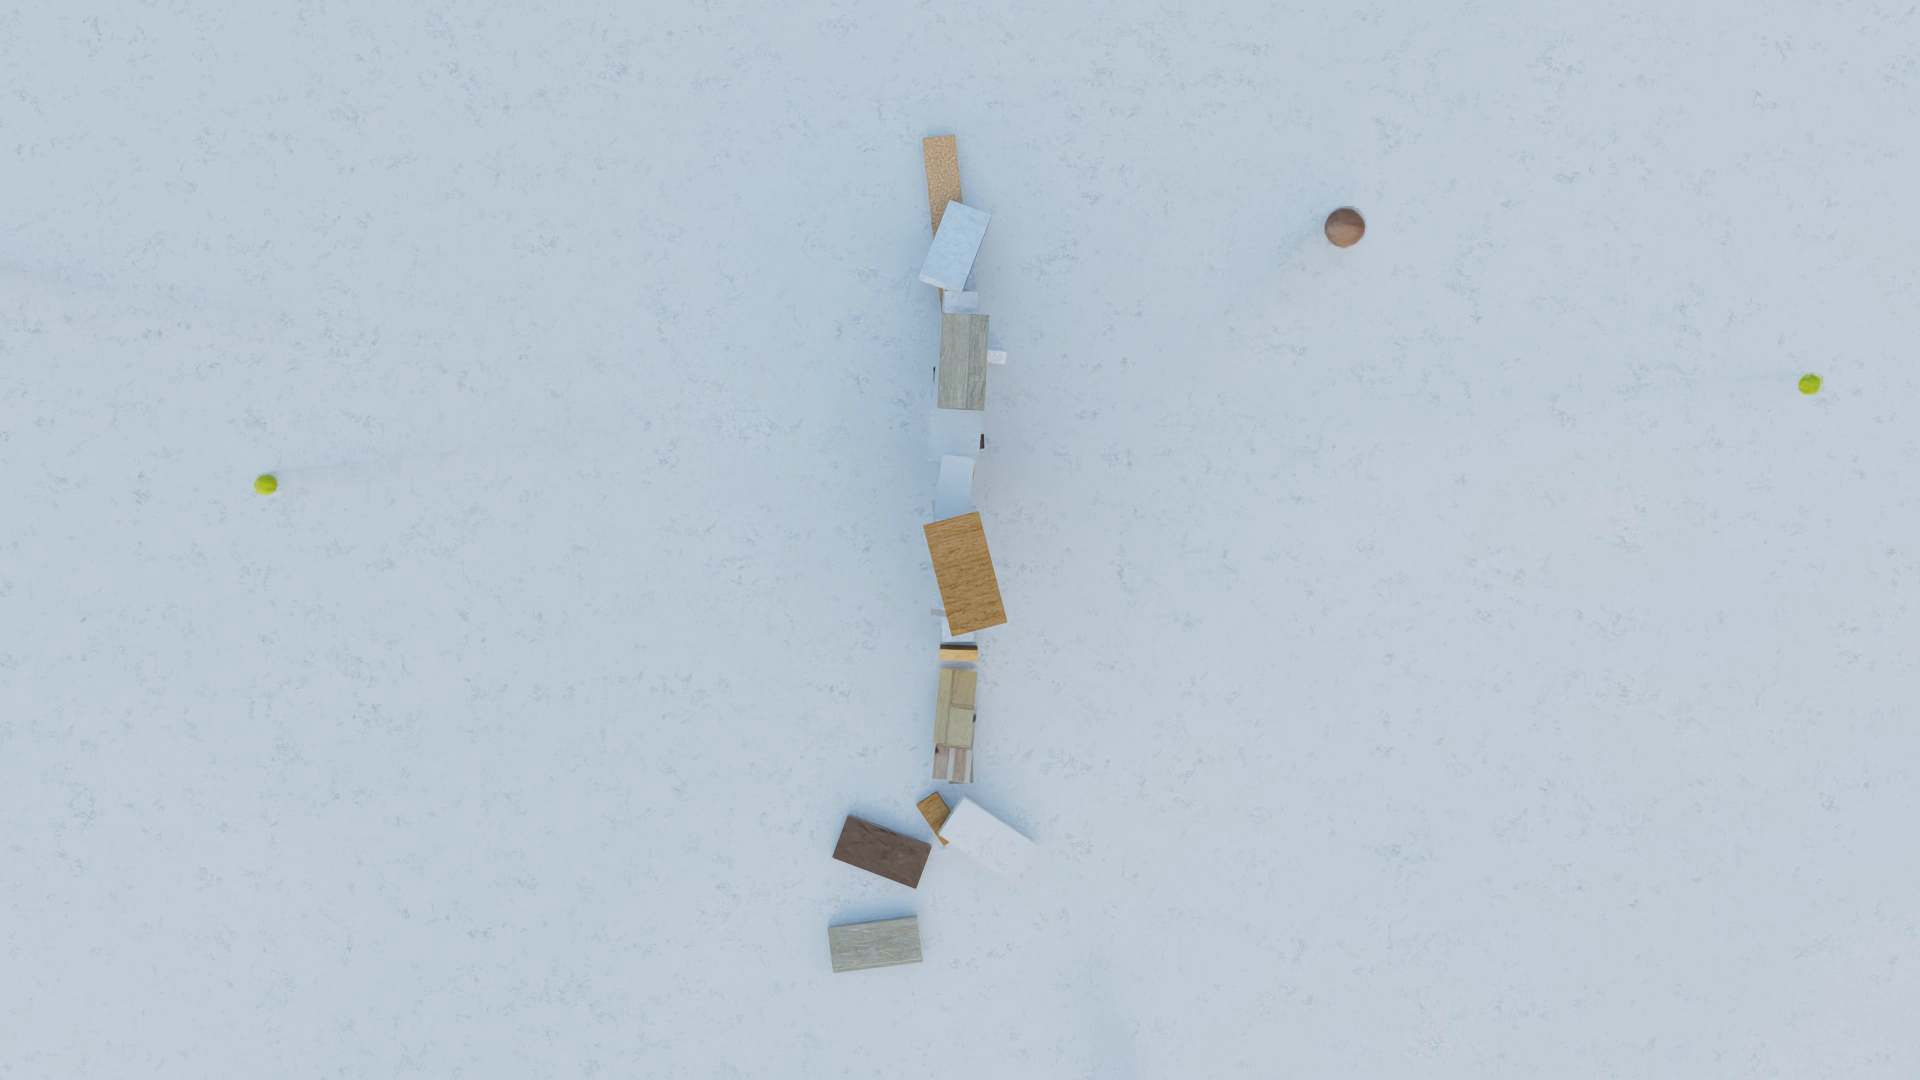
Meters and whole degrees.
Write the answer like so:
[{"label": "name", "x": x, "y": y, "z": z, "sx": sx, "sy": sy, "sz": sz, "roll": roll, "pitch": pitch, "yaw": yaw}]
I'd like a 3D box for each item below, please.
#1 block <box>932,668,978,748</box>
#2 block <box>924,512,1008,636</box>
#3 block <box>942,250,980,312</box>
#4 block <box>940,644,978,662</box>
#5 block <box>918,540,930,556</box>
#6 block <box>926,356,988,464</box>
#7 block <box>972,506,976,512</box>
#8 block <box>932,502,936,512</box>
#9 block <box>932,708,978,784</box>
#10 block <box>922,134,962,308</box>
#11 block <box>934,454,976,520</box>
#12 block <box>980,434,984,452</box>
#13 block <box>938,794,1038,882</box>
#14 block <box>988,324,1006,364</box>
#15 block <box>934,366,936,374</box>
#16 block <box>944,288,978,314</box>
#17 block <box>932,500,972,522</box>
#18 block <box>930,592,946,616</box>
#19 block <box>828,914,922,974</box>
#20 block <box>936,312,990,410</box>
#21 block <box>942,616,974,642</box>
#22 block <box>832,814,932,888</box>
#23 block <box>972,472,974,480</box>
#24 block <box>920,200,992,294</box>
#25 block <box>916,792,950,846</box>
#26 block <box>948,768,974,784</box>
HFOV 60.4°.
[{"label": "block", "x": -0.016, "y": 0.553, "z": 5.445, "sx": 0.123, "sy": 0.035, "sz": 0.247, "roll": 6, "pitch": 77, "yaw": 2}, {"label": "block", "x": 0.015, "y": 0.099, "z": 4.858, "sx": 0.169, "sy": 0.048, "sz": 0.338, "roll": -15, "pitch": 89, "yaw": 0}, {"label": "block", "x": 0.002, "y": -0.861, "z": 5.454, "sx": 0.109, "sy": 0.031, "sz": 0.219, "roll": 4, "pitch": 90, "yaw": 0}, {"label": "block", "x": -0.004, "y": 0.368, "z": 5.377, "sx": 0.123, "sy": 0.247, "sz": 0.035, "roll": 2, "pitch": 90, "yaw": 0}, {"label": "block", "x": -0.036, "y": 0.007, "z": 5.052, "sx": 0.169, "sy": 0.338, "sz": 0.048, "roll": -13, "pitch": 90, "yaw": 0}, {"label": "block", "x": -0.008, "y": -0.404, "z": 5.155, "sx": 0.161, "sy": 0.046, "sz": 0.322, "roll": 6, "pitch": 90, "yaw": 0}, {"label": "block", "x": -0.009, "y": -0.090, "z": 5.378, "sx": 0.122, "sy": 0.244, "sz": 0.035, "roll": -4, "pitch": 90, "yaw": 0}, {"label": "block", "x": -0.034, "y": -0.087, "z": 5.122, "sx": 0.099, "sy": 0.198, "sz": 0.028, "roll": 18, "pitch": 90, "yaw": 0}, {"label": "block", "x": -0.017, "y": 0.672, "z": 5.453, "sx": 0.123, "sy": 0.035, "sz": 0.247, "roll": 6, "pitch": 77, "yaw": 2}, {"label": "block", "x": -0.039, "y": -1.048, "z": 5.485, "sx": 0.109, "sy": 0.031, "sz": 0.587, "roll": -6, "pitch": 90, "yaw": 0}, {"label": "block", "x": -0.018, "y": -0.155, "z": 5.009, "sx": 0.099, "sy": 0.028, "sz": 0.198, "roll": 9, "pitch": 90, "yaw": 0}, {"label": "block", "x": -0.004, "y": -0.308, "z": 5.339, "sx": 0.161, "sy": 0.322, "sz": 0.046, "roll": -3, "pitch": 91, "yaw": 0}, {"label": "block", "x": 0.093, "y": 0.990, "z": 5.464, "sx": 0.298, "sy": 0.042, "sz": 0.149, "roll": 34, "pitch": 90, "yaw": -6}, {"label": "block", "x": 0.049, "y": -0.637, "z": 5.290, "sx": 0.147, "sy": 0.293, "sz": 0.042, "roll": 6, "pitch": 113, "yaw": -13}, {"label": "block", "x": -0.003, "y": -0.522, "z": 5.339, "sx": 0.161, "sy": 0.322, "sz": 0.046, "roll": 0, "pitch": 90, "yaw": 0}, {"label": "block", "x": 0.004, "y": -0.719, "z": 5.437, "sx": 0.109, "sy": 0.031, "sz": 0.219, "roll": 2, "pitch": 116, "yaw": 1}, {"label": "block", "x": -0.017, "y": -0.009, "z": 5.239, "sx": 0.122, "sy": 0.035, "sz": 0.244, "roll": -6, "pitch": 90, "yaw": 0}, {"label": "block", "x": -0.003, "y": 0.210, "z": 5.075, "sx": 0.169, "sy": 0.386, "sz": 0.048, "roll": 10, "pitch": 84, "yaw": 0}, {"label": "block", "x": -0.281, "y": 1.342, "z": 5.479, "sx": 0.298, "sy": 0.042, "sz": 0.149, "roll": -7, "pitch": 90, "yaw": 0}, {"label": "block", "x": 0.010, "y": -0.552, "z": 5.111, "sx": 0.147, "sy": 0.042, "sz": 0.293, "roll": 3, "pitch": 90, "yaw": 0}, {"label": "block", "x": -0.008, "y": 0.223, "z": 5.283, "sx": 0.101, "sy": 0.029, "sz": 0.202, "roll": -1, "pitch": 90, "yaw": 0}, {"label": "block", "x": -0.259, "y": 1.034, "z": 5.479, "sx": 0.298, "sy": 0.042, "sz": 0.149, "roll": 21, "pitch": 90, "yaw": 0}, {"label": "block", "x": -0.005, "y": -0.215, "z": 5.196, "sx": 0.099, "sy": 0.345, "sz": 0.028, "roll": 0, "pitch": 89, "yaw": 0}, {"label": "block", "x": -0.015, "y": -0.959, "z": 5.400, "sx": 0.147, "sy": 0.042, "sz": 0.293, "roll": 20, "pitch": 70, "yaw": 1}, {"label": "block", "x": -0.066, "y": 0.927, "z": 5.488, "sx": 0.081, "sy": 0.023, "sz": 0.163, "roll": -34, "pitch": 90, "yaw": 0}, {"label": "block", "x": 0.002, "y": 0.728, "z": 5.488, "sx": 0.081, "sy": 0.023, "sz": 0.163, "roll": -2, "pitch": 90, "yaw": 0}]
